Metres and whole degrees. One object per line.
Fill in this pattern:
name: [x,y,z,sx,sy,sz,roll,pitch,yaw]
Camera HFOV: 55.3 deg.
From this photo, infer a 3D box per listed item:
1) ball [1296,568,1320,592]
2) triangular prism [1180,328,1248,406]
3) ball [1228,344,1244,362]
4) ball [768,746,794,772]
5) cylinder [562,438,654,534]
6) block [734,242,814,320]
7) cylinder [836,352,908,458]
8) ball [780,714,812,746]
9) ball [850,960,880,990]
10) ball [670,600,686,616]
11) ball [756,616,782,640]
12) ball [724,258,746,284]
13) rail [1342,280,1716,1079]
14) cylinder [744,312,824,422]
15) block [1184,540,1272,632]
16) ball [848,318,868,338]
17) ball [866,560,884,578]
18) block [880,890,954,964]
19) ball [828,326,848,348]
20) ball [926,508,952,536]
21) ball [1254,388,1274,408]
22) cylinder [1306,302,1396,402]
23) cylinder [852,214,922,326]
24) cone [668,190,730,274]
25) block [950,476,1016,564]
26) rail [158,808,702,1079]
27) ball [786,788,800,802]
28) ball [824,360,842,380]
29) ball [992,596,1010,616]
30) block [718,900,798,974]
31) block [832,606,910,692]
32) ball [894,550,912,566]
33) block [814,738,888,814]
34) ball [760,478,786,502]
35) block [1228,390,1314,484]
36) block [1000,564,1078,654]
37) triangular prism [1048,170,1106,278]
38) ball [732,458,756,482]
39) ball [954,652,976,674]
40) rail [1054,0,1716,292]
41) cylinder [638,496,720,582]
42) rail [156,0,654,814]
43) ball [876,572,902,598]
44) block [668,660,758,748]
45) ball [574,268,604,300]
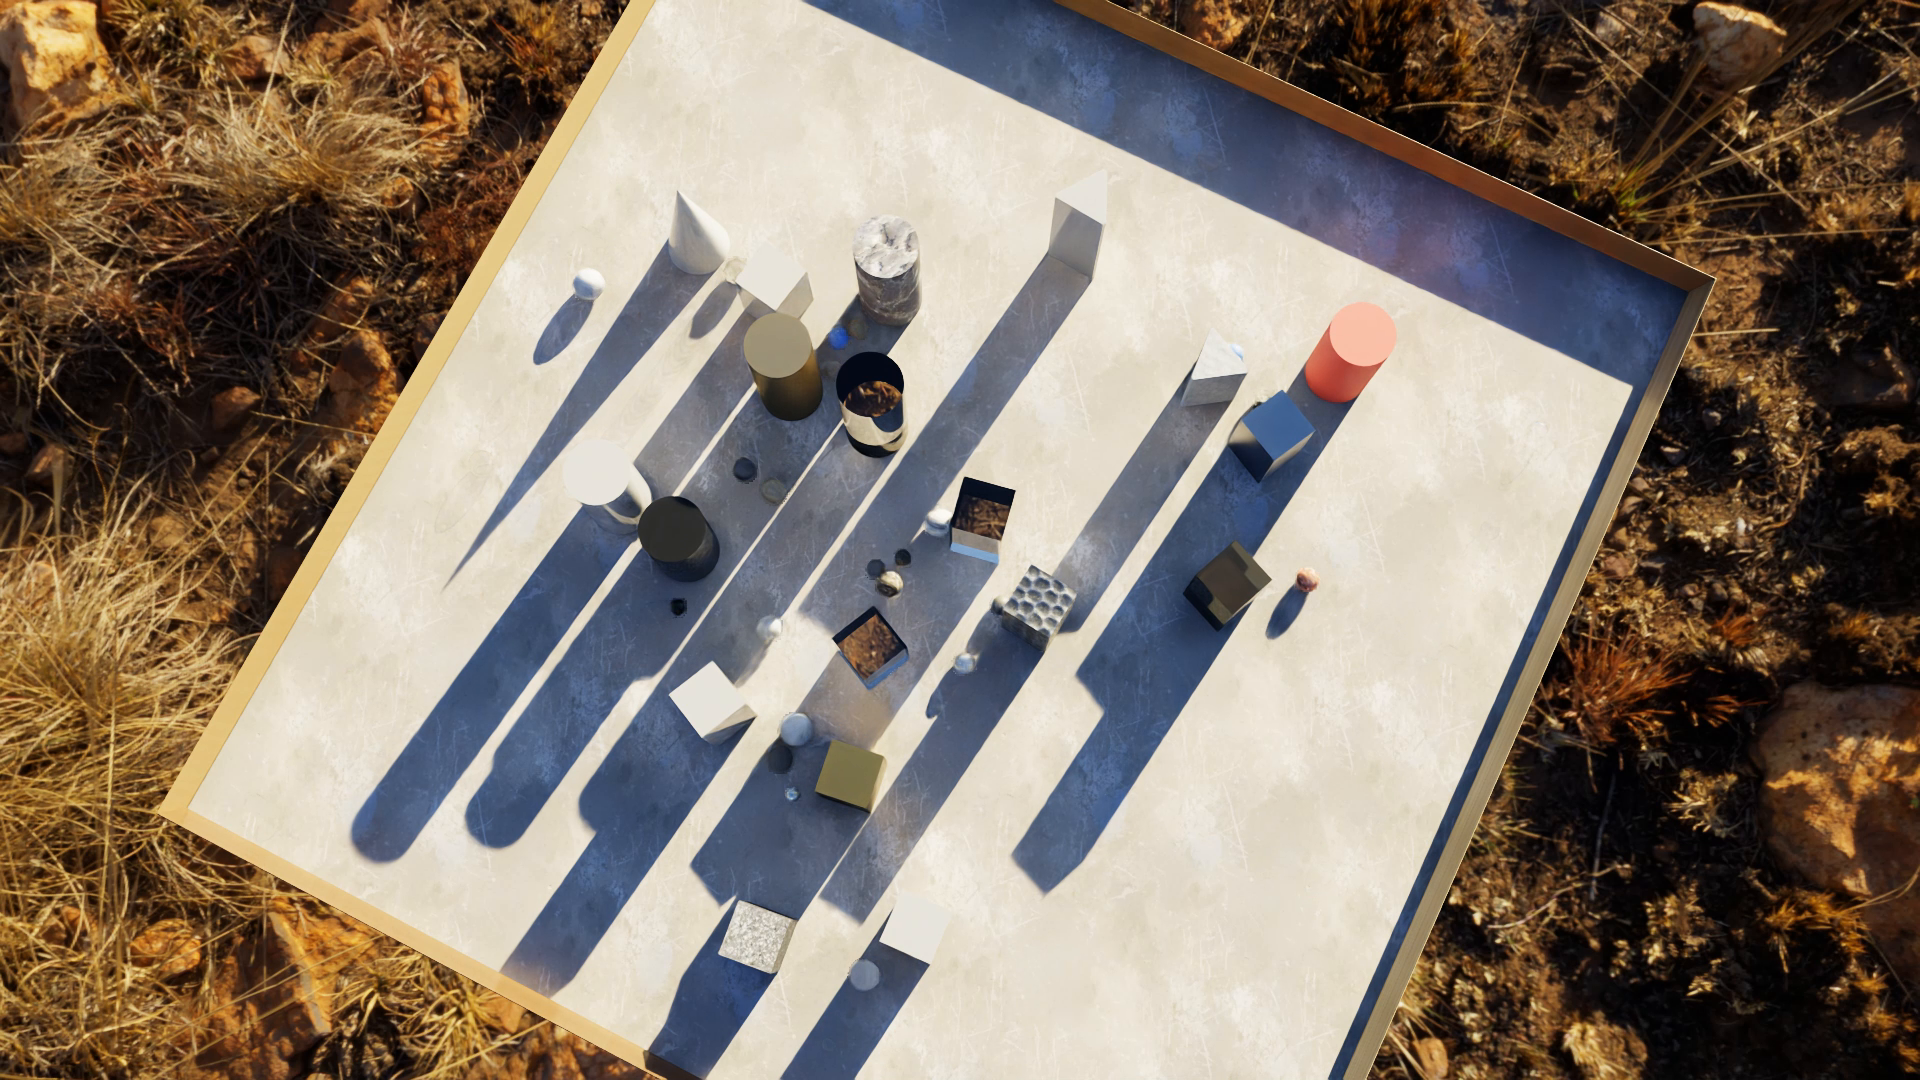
ball: [1.055,0.120,5.555,0.072,0.072,0.072,0,78,0]
triangular prism: [0.760,-0.530,5.576,0.169,0.294,0.147,-8,78,-2]
ball: [0.849,-0.577,5.702,0.067,0.067,0.067,0,78,0]
ball: [-0.534,0.649,5.443,0.077,0.077,0.077,0,78,0]
cylinder: [-1.040,-0.154,5.443,0.195,0.402,0.195,0,78,0]
block: [-0.570,-0.767,5.640,0.156,0.266,0.156,36,81,7]
cylinder: [-0.257,-0.397,5.460,0.195,0.468,0.195,0,78,0]
ball: [-0.487,0.564,5.450,0.098,0.098,0.098,0,78,0]
ball: [-0.276,1.261,5.311,0.087,0.087,0.087,0,78,0]
ball: [-0.854,0.204,5.550,0.048,0.048,0.048,0,78,0]
ball: [-0.575,0.266,5.523,0.075,0.075,0.075,0,78,0]
ball: [-0.700,-0.843,5.749,0.082,0.082,0.082,0,78,0]
rail: [1.520,0.751,5.395,0.045,0.127,3.552,26,80,5]
cylinder: [-0.524,-0.512,5.485,0.195,0.466,0.195,0,78,0]
block: [0.788,0.139,5.425,0.156,0.318,0.156,-41,81,-8]
ball: [-0.319,-0.661,5.723,0.059,0.059,0.059,0,78,0]
ball: [-0.257,0.086,5.570,0.057,0.057,0.057,0,78,0]
block: [-0.122,1.108,5.255,0.156,0.260,0.156,23,79,5]
ball: [-0.379,-0.634,5.715,0.065,0.065,0.065,0,78,0]
ball: [-0.064,-0.053,5.584,0.085,0.085,0.085,0,78,0]
ball: [0.945,-0.434,5.671,0.070,0.070,0.070,0,78,0]
cylinder: [1.176,-0.561,5.534,0.195,0.390,0.195,0,78,0]
cylinder: [-0.216,-0.810,5.555,0.195,0.449,0.195,0,78,0]
cone: [-0.828,-0.980,5.587,0.195,0.456,0.195,0,78,0]
block: [0.065,-0.056,5.452,0.156,0.346,0.156,16,79,3]
rail: [-0.784,1.541,5.232,3.447,0.127,0.045,26,80,5]
ball: [-0.496,0.757,5.438,0.043,0.043,0.043,0,78,0]
ball: [-0.394,-0.529,5.696,0.058,0.058,0.058,0,78,0]
ball: [0.125,0.197,5.545,0.061,0.061,0.061,0,78,0]
block: [-0.576,1.137,5.254,0.156,0.250,0.156,20,79,4]
block: [-0.262,0.322,5.418,0.156,0.258,0.156,-38,81,-7]
ball: [-0.174,0.054,5.578,0.053,0.053,0.053,0,78,0]
block: [-0.314,0.690,5.336,0.156,0.269,0.156,18,79,4]
ball: [-0.571,-0.152,5.609,0.077,0.077,0.077,0,78,0]
block: [0.936,-0.310,5.533,0.156,0.289,0.156,-36,81,-7]
block: [0.230,0.207,5.408,0.156,0.325,0.156,31,80,6]
triangular prism: [0.388,-0.977,5.582,0.169,0.464,0.147,31,80,6]
ball: [-0.663,-0.216,5.625,0.070,0.070,0.070,0,78,0]
ball: [0.013,0.369,5.507,0.065,0.065,0.065,0,78,0]
rail: [0.784,-1.528,5.867,3.447,0.127,0.045,26,80,5]
cylinder: [-0.833,0.001,5.451,0.195,0.324,0.195,0,78,0]
rail: [-1.520,-0.738,5.703,0.045,0.127,3.552,26,80,5]
ball: [-0.213,0.134,5.549,0.078,0.078,0.078,0,78,0]
block: [-0.718,0.483,5.357,0.156,0.313,0.156,-38,81,-7]
ball: [-1.160,-0.801,5.732,0.098,0.098,0.098,0,78,0]
